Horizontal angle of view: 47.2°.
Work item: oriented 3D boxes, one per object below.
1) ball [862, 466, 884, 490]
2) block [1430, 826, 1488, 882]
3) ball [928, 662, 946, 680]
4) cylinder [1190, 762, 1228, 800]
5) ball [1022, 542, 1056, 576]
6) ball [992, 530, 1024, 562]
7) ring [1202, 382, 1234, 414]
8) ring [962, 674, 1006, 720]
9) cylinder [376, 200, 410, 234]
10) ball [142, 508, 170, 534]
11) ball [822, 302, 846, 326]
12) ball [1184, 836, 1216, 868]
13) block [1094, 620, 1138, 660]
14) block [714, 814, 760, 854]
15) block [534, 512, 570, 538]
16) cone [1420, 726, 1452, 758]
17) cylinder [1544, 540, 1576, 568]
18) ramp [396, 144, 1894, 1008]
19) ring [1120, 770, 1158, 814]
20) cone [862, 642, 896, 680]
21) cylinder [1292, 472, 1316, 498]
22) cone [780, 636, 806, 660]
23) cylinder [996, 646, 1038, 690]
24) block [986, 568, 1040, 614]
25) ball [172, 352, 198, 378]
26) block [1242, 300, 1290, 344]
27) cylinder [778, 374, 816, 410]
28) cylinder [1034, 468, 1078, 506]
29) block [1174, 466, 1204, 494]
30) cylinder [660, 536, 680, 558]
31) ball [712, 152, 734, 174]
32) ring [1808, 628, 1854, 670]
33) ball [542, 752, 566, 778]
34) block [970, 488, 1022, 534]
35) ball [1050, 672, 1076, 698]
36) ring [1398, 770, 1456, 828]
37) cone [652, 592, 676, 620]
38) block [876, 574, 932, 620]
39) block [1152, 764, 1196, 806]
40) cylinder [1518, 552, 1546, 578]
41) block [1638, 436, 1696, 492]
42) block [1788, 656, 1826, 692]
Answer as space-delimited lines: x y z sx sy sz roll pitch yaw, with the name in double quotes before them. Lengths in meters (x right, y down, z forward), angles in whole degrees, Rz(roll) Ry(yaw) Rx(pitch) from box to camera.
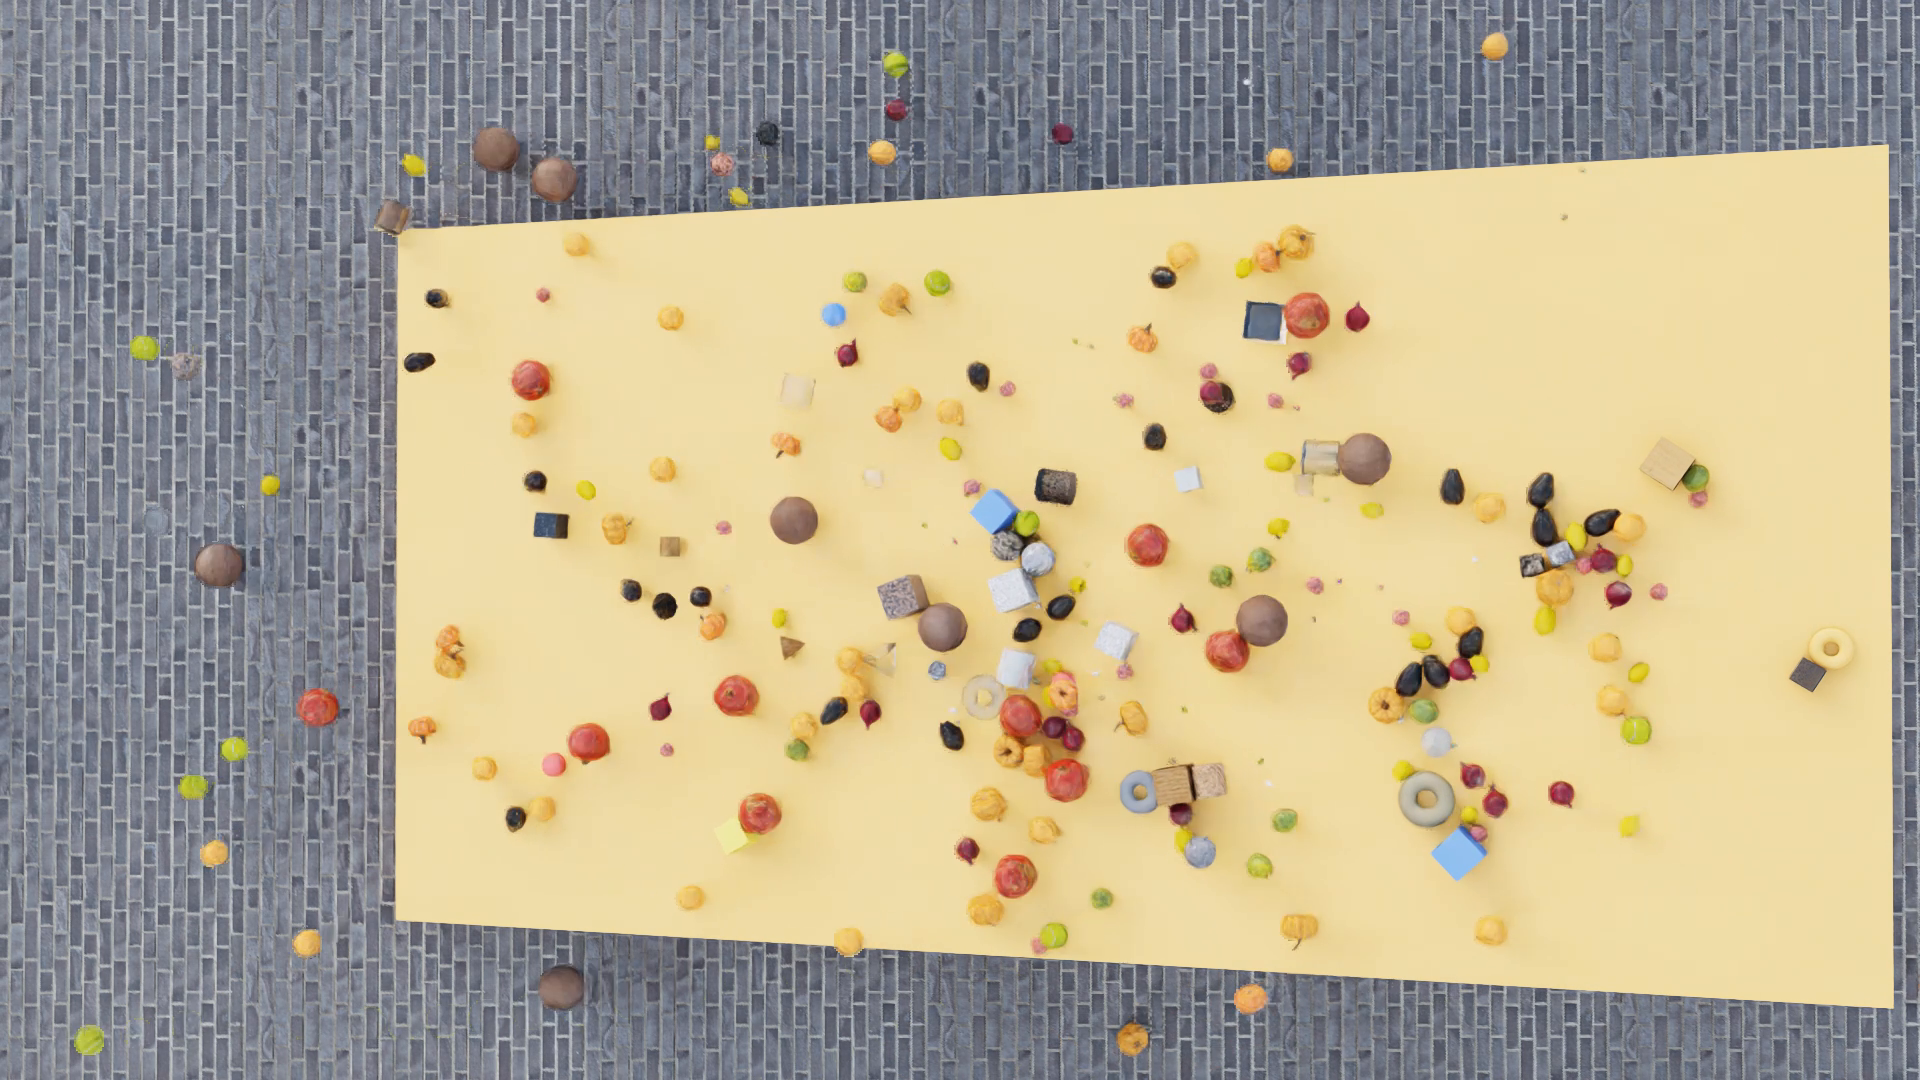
"ball" -0.231 -0.166 5.872 0.060 0.060 0.060 0 89 0
"block" 1.216 0.762 5.353 0.091 0.091 0.091 -45 76 13
"ball" -0.060 0.345 5.813 0.050 0.050 0.050 0 89 0
"cylinder" 0.630 0.607 5.559 0.082 0.082 0.082 -10 86 0
"ball" 0.203 0.050 5.707 0.089 0.089 0.089 0 89 0
"ball" 0.123 0.014 5.737 0.084 0.084 0.084 0 89 0
"ring" 0.656 -0.362 5.593 0.079 0.026 0.079 -1 88 19
"ring" 0.063 0.414 5.775 0.123 0.041 0.123 0 91 19
"cylinder" -1.635 -0.930 6.343 0.076 0.076 0.076 21 86 0
"ball" -2.351 -0.054 6.433 0.078 0.078 0.078 0 89 0
"ball" -0.338 -0.607 5.912 0.065 0.065 0.065 0 89 0
"ball" 0.603 0.784 5.526 0.081 0.081 0.081 0 89 0
"block" 0.401 0.257 5.644 0.076 0.076 0.076 28 98 17
"block" -0.606 0.799 5.977 0.077 0.077 0.077 -30 80 16
"block" -1.148 -0.041 6.177 0.069 0.069 0.069 5 91 19
"cone" 1.163 0.498 5.382 0.078 0.078 0.078 0 89 19
"cylinder" 1.448 0.034 5.303 0.055 0.055 0.055 -24 89 17
"ramp" 0.278 0.092 5.781 4.000 0.100 2.000 0 89 19
"ring" 0.464 0.648 5.638 0.114 0.038 0.114 0 91 18
"cone" -0.195 0.338 5.861 0.096 0.096 0.096 -27 109 0
"cylinder" 0.861 -0.137 5.507 0.050 0.050 0.050 10 72 0
"cone" -0.448 0.286 5.955 0.068 0.068 0.068 -10 89 -8
"cylinder" 0.148 0.333 5.721 0.090 0.090 0.090 15 94 0
"block" 0.140 0.132 5.726 0.093 0.093 0.093 -21 83 17
"ball" -2.269 -0.511 6.440 0.077 0.077 0.077 0 89 0
"block" 0.769 -0.545 5.522 0.092 0.092 0.092 7 92 19
"cylinder" -0.439 -0.399 5.931 0.088 0.088 0.088 10 93 0
"cylinder" 0.249 -0.137 5.696 0.087 0.087 0.087 9 89 19
"block" 0.584 -0.153 5.599 0.055 0.055 0.055 -14 85 18
"cylinder" -0.798 0.019 6.062 0.054 0.054 0.054 1 93 0
"ball" -0.677 -1.072 6.264 0.061 0.061 0.061 0 89 0
"ring" 2.028 0.254 5.116 0.100 0.033 0.100 0 89 20
"ball" -1.139 0.630 6.164 0.070 0.070 0.070 0 89 0
"block" 0.093 -0.073 5.749 0.084 0.084 0.084 46 103 14
"ball" 0.269 0.374 5.692 0.067 0.067 0.067 0 89 0
"ring" 1.146 0.637 5.402 0.140 0.047 0.140 0 89 20
"cone" -0.831 0.183 6.063 0.076 0.076 0.076 0 89 19
"block" -0.148 0.152 5.822 0.094 0.094 0.094 -22 82 17
"block" 0.548 0.621 5.582 0.090 0.090 0.090 -11 86 18
"cylinder" 1.385 0.060 5.325 0.054 0.054 0.054 -10 89 18
"block" 1.676 -0.180 5.210 0.092 0.092 0.092 36 100 16
"block" 1.973 0.313 5.119 0.060 0.060 0.060 33 99 16
